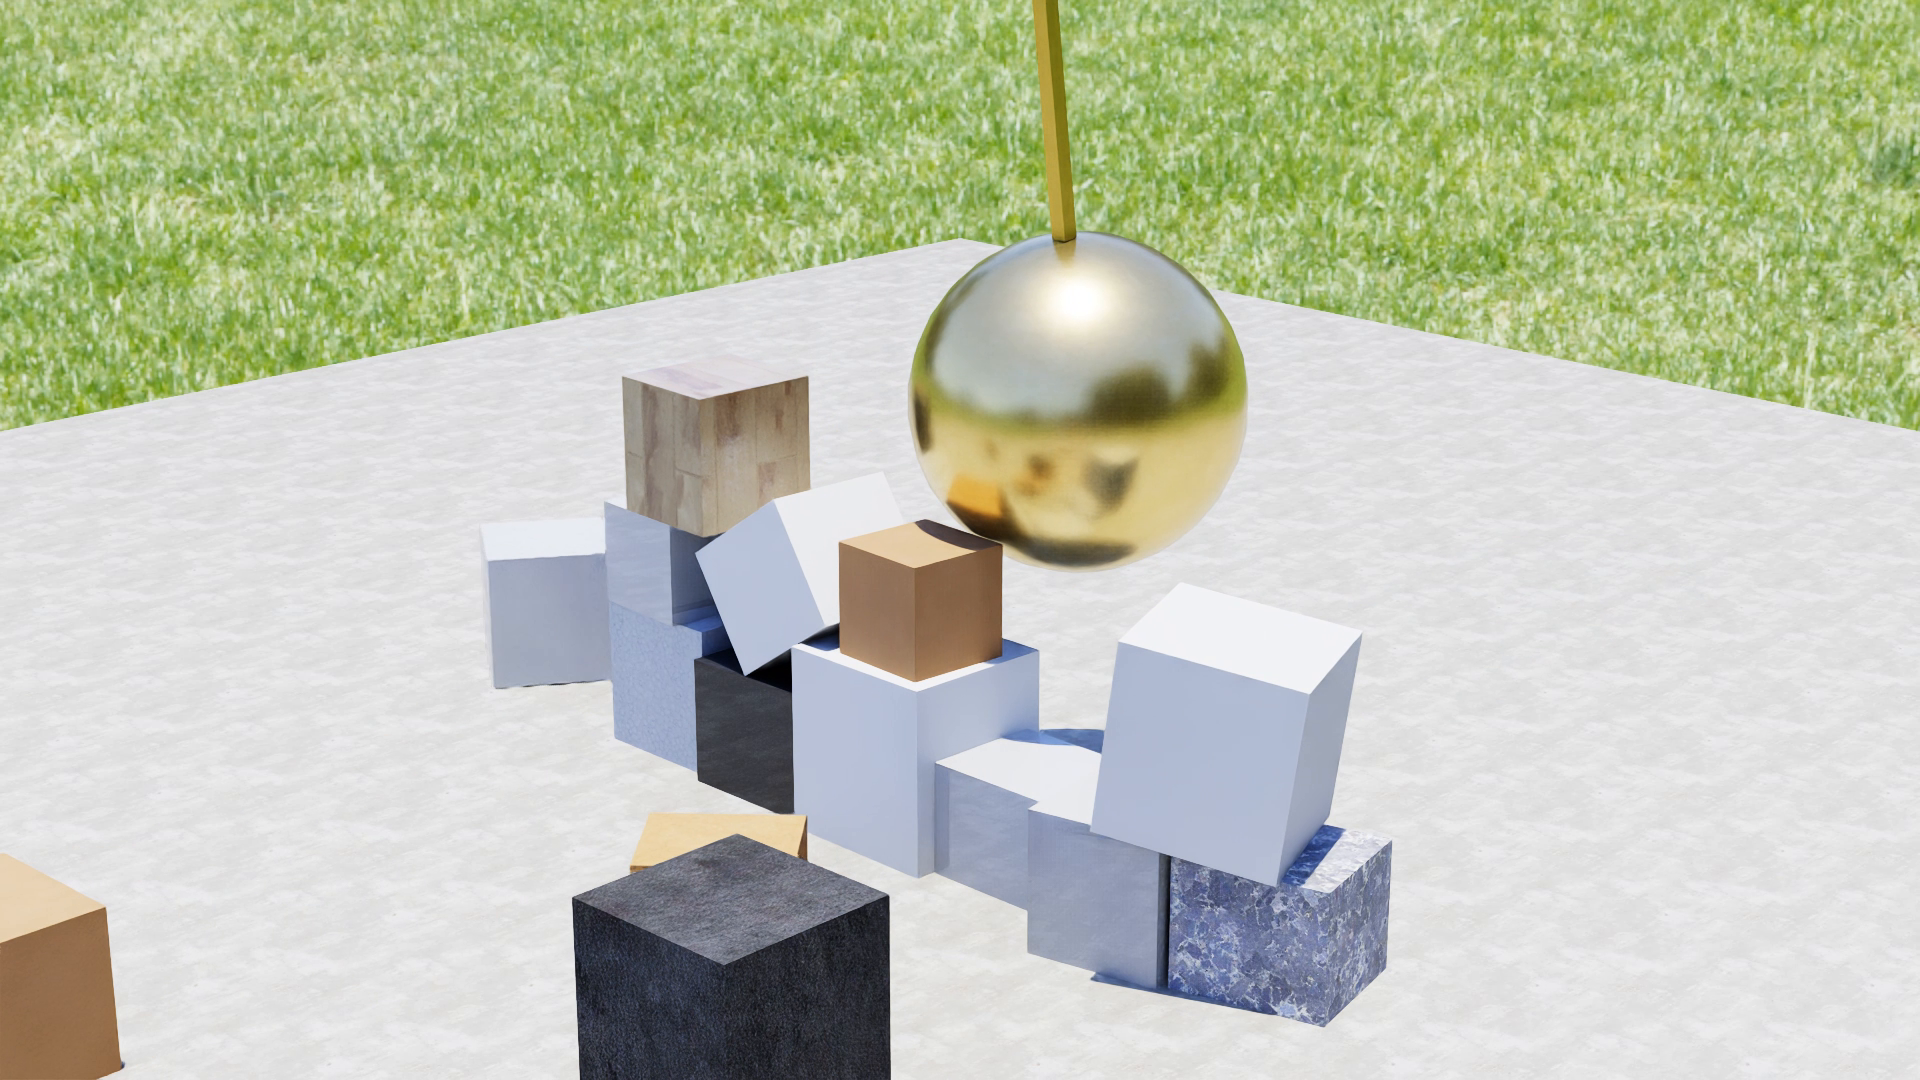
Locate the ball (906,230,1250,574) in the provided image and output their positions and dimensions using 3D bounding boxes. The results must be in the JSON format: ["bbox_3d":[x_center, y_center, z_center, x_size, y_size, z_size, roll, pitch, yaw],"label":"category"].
[{"bbox_3d":[0.551,-0.645,13.717,1.600,1.600,1.600,0,17,0],"label":"ball"}]

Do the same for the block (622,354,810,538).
[{"bbox_3d":[-1.197,-0.476,14.445,0.672,0.686,0.621,-15,23,-40],"label":"block"}]

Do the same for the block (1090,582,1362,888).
[{"bbox_3d":[1.109,0.793,12.181,0.813,0.868,0.760,15,23,19],"label":"block"}]

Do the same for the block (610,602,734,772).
[{"bbox_3d":[-1.304,0.673,14.942,0.618,0.757,0.726,-17,24,-42],"label":"block"}]

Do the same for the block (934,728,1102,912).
[{"bbox_3d":[0.342,1.278,13.366,0.608,0.547,0.683,-17,24,-42],"label":"block"}]

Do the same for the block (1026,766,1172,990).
[{"bbox_3d":[0.749,1.430,12.674,0.642,0.672,0.696,11,21,32],"label":"block"}]

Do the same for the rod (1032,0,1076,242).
[{"bbox_3d":[0.239,-3.767,12.408,0.080,5.200,0.080,17,31,42],"label":"rod"}]

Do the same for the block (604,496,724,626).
[{"bbox_3d":[-1.368,0.055,14.772,0.620,0.523,0.558,-15,23,-39],"label":"block"}]

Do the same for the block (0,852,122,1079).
[{"bbox_3d":[-3.841,1.762,11.555,0.768,0.709,0.675,16,23,41],"label":"block"}]

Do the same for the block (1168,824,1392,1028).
[{"bbox_3d":[1.349,1.572,12.345,0.714,0.598,0.645,10,20,29],"label":"block"}]

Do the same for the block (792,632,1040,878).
[{"bbox_3d":[-0.208,0.941,13.827,0.792,0.914,0.849,-16,24,-42],"label":"block"}]

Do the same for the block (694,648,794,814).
[{"bbox_3d":[-0.783,0.896,14.428,0.705,0.639,0.765,-17,24,-42],"label":"block"}]

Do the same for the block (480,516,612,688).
[{"bbox_3d":[-2.256,0.334,16.070,0.663,0.720,0.702,-4,17,-11],"label":"block"}]

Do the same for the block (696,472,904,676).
[{"bbox_3d":[-0.704,0.162,14.127,0.687,0.647,0.725,-16,-10,-41],"label":"block"}]

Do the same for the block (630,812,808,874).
[{"bbox_3d":[-1.007,1.550,12.393,0.676,0.611,0.563,1,17,2],"label":"block"}]

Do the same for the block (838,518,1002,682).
[{"bbox_3d":[-0.181,0.272,13.523,0.534,0.545,0.535,-15,23,-39],"label":"block"}]

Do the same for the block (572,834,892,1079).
[{"bbox_3d":[-0.875,1.762,11.325,0.863,0.847,0.851,16,23,41],"label":"block"}]
